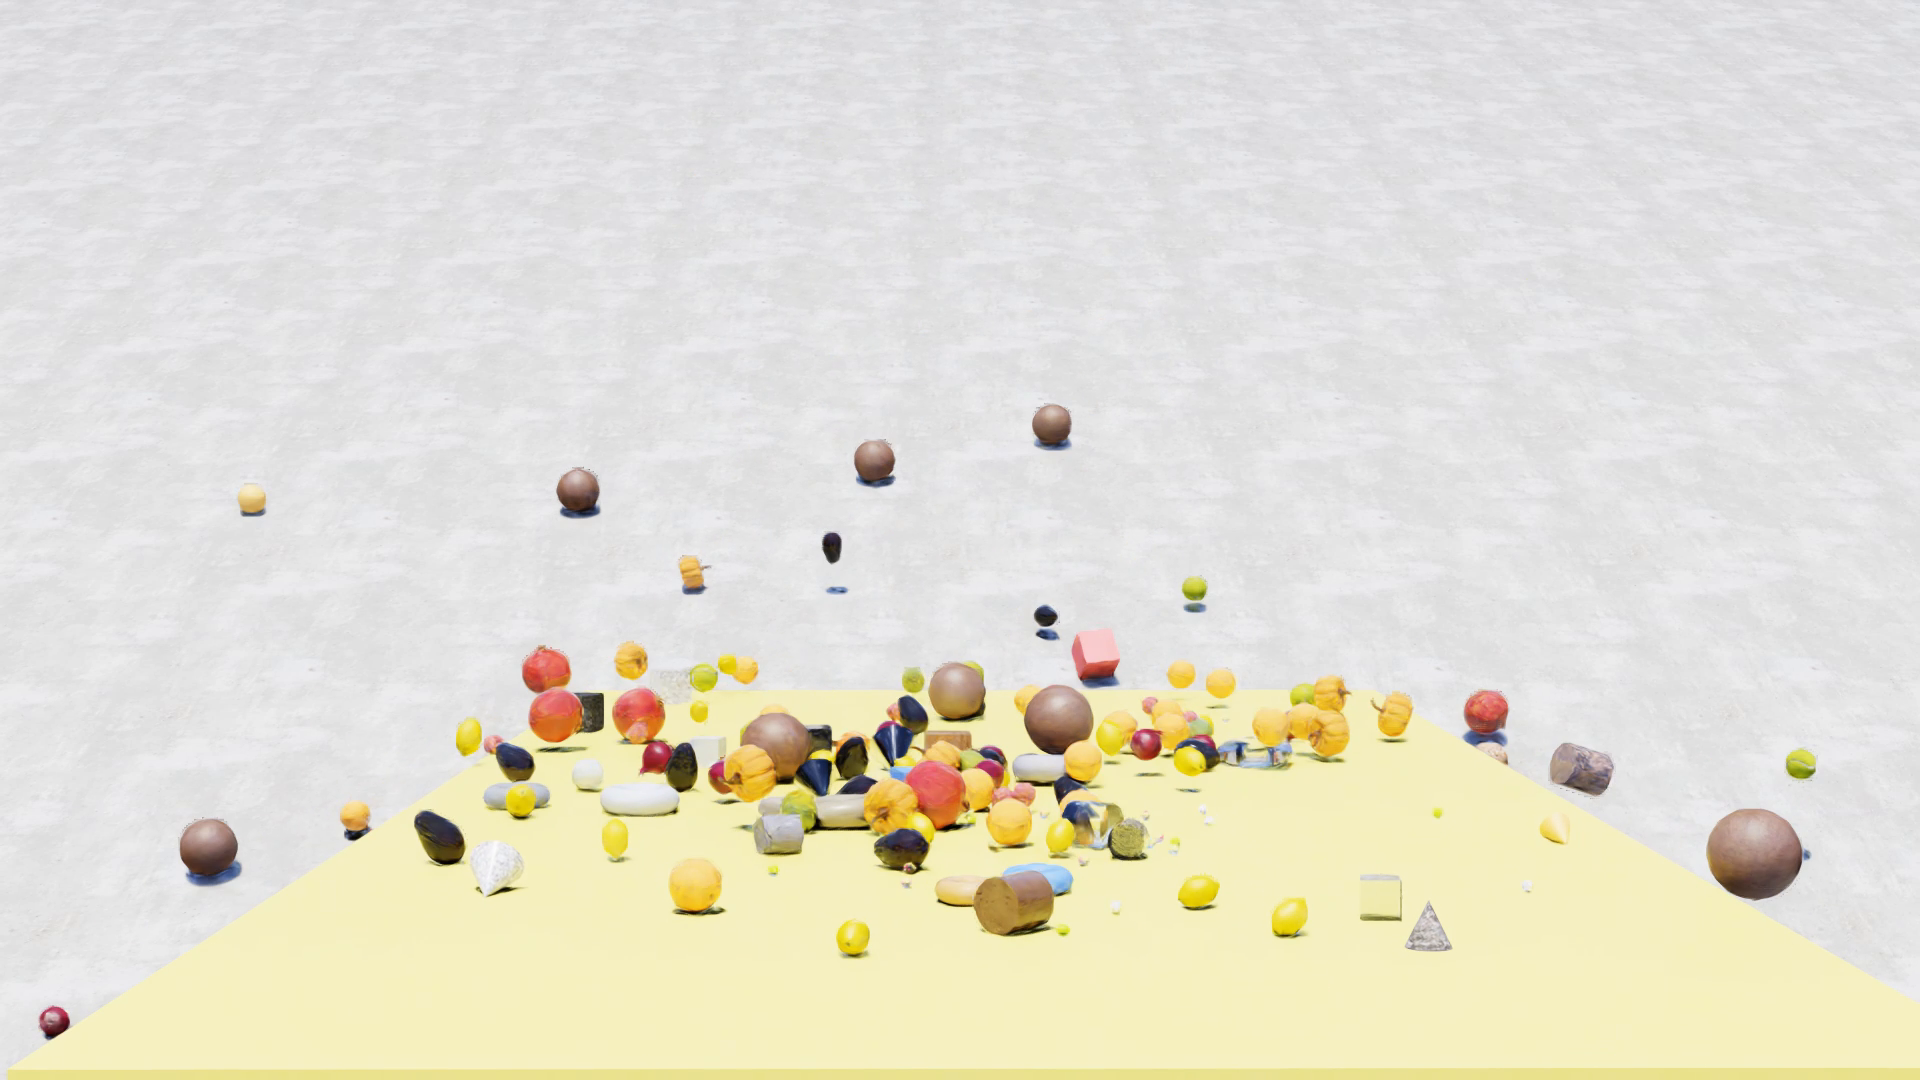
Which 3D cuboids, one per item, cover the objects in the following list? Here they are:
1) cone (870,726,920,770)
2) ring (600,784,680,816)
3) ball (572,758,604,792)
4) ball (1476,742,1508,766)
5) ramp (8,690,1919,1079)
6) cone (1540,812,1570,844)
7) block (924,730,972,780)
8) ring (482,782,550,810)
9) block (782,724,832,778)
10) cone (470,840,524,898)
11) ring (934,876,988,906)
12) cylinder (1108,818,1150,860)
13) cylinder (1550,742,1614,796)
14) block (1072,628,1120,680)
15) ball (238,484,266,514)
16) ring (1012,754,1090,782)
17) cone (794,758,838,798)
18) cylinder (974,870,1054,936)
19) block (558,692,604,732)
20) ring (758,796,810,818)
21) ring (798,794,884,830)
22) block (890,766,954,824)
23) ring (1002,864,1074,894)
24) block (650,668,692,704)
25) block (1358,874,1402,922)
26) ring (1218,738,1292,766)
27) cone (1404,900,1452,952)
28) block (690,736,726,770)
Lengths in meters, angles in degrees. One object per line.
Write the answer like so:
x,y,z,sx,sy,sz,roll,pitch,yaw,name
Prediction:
-0.123,0.418,4.888,0.096,0.096,0.096,-2,29,-3,cone
-0.540,0.437,4.341,0.134,0.045,0.134,1,1,0,ring
-0.666,0.420,4.611,0.060,0.060,0.060,0,24,0,ball
1.297,0.538,6.314,0.088,0.088,0.088,0,24,0,ball
0.055,0.502,4.547,2.000,0.100,4.000,0,2,0,ramp
0.934,0.459,4.005,0.050,0.050,0.050,-4,29,-8,cone
-0.023,0.401,4.806,0.084,0.084,0.084,0,2,-4,block
-0.760,0.439,4.413,0.114,0.038,0.114,0,3,0,ring
-0.288,0.396,4.843,0.090,0.090,0.090,0,2,-5,block
-0.648,0.470,3.555,0.078,0.078,0.078,1,29,3,cone
0.012,0.474,3.484,0.094,0.031,0.094,1,1,0,ring
0.252,0.449,3.859,0.055,0.055,0.055,6,3,12,cylinder
1.400,0.516,5.806,0.100,0.100,0.100,18,19,-19,cylinder
0.357,0.300,6.790,0.094,0.094,0.094,-6,61,-14,block
-2.142,-0.124,7.791,0.086,0.086,0.086,0,24,0,ball
0.168,0.419,4.736,0.146,0.049,0.146,2,-4,0,ring
-0.243,0.436,4.495,0.080,0.080,0.080,-7,30,-14,cone
0.069,0.460,3.272,0.073,0.073,0.073,20,15,38,cylinder
-0.825,0.375,5.605,0.080,0.080,0.080,0,2,10,block
-0.287,0.445,4.281,0.097,0.032,0.097,0,1,0,ring
-0.193,0.441,4.185,0.140,0.047,0.140,-4,0,0,ring
-0.063,0.420,4.252,0.084,0.084,0.084,-1,2,-16,block
0.106,0.470,3.561,0.102,0.034,0.102,-1,3,0,ring
-0.698,0.353,6.228,0.080,0.080,0.080,-1,2,-24,block
0.548,0.467,3.364,0.052,0.052,0.052,0,2,7,block
0.574,0.412,5.002,0.145,0.048,0.145,-1,1,0,ring
0.576,0.471,3.164,0.059,0.059,0.059,0,2,0,cone
-0.485,0.409,4.961,0.057,0.057,0.057,0,2,10,block
